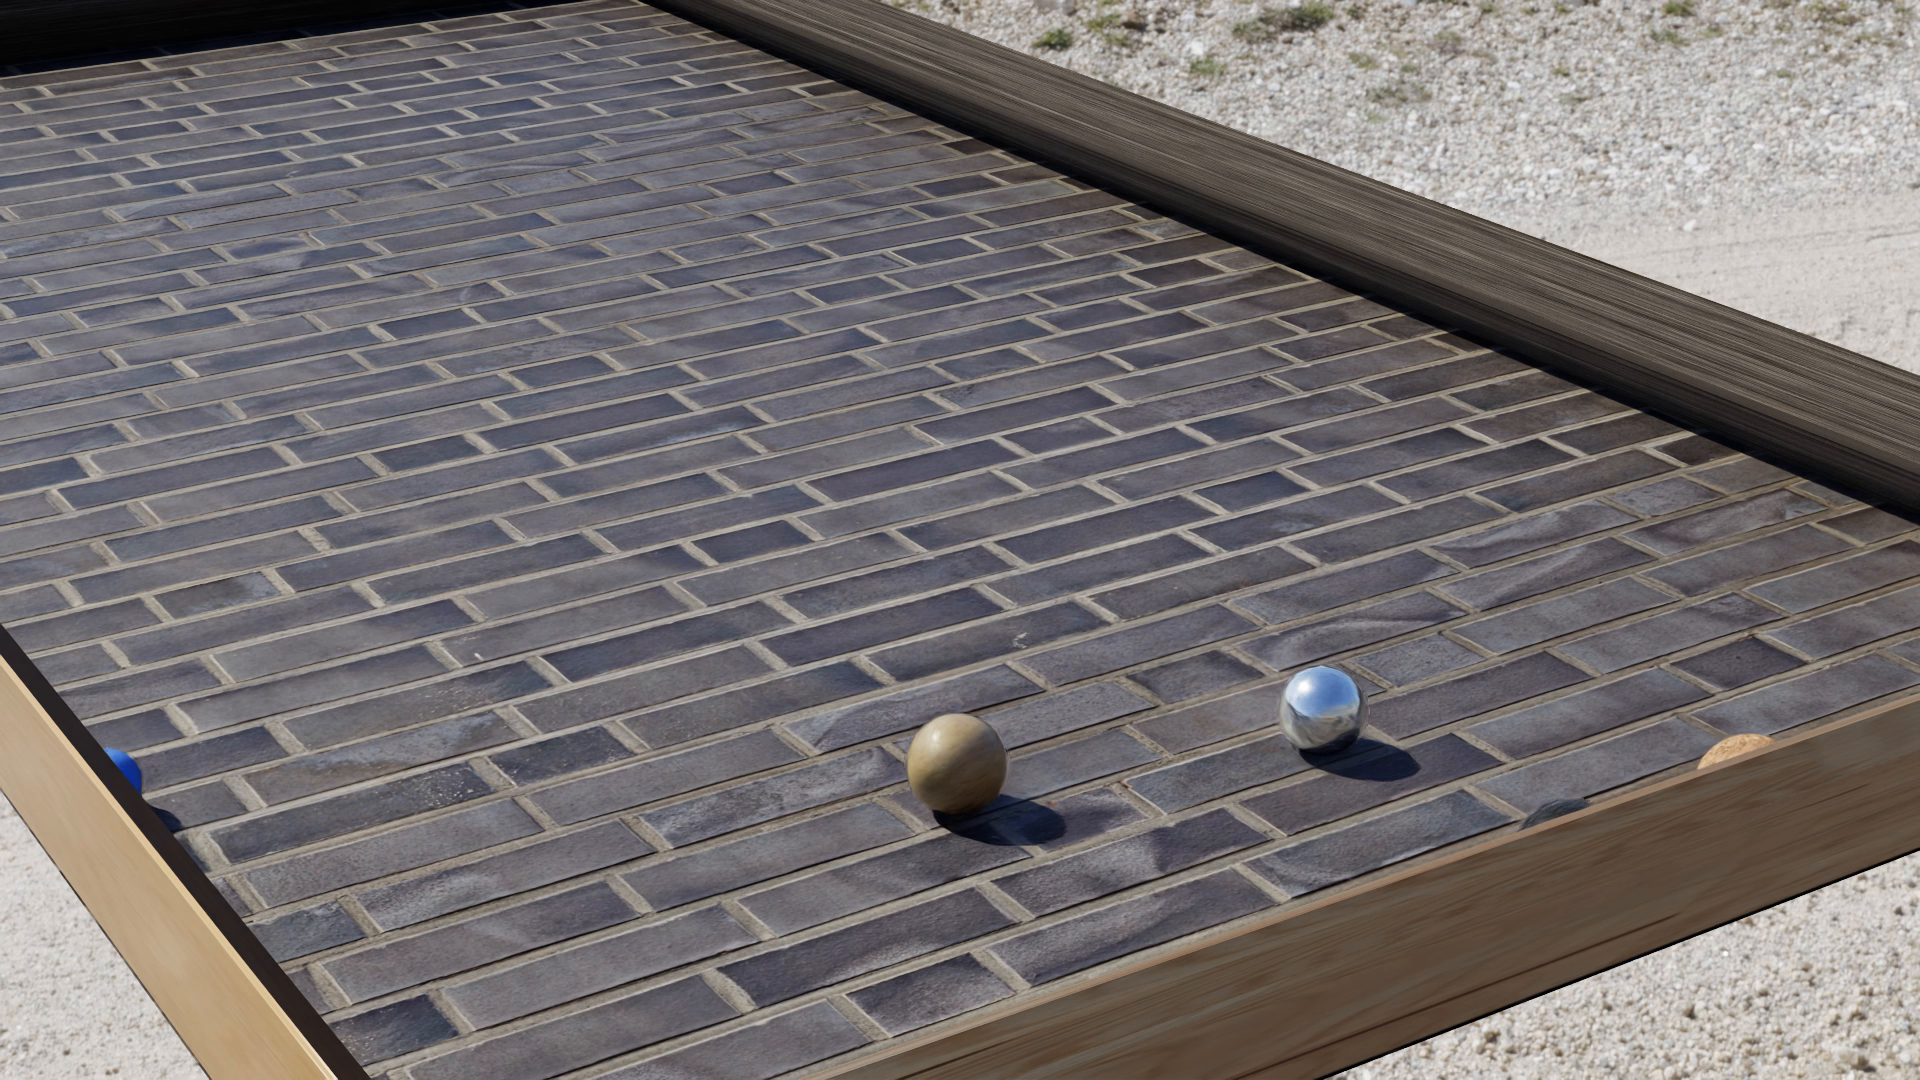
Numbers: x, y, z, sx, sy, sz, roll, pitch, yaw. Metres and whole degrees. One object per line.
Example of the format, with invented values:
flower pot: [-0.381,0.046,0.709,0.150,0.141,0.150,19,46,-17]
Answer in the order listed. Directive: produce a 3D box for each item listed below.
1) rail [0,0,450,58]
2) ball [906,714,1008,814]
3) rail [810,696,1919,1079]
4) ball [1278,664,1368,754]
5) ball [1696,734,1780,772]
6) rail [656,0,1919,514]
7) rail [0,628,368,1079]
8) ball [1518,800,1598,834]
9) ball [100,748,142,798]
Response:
rail: [-1.151,-0.727,3.994,1.504,0.118,0.045,-14,27,-30]
ball: [-0.002,0.151,1.982,0.068,0.068,0.068,0,23,0]
rail: [0.375,0.203,1.791,1.504,0.118,0.045,-14,27,-30]
ball: [0.254,0.119,2.064,0.063,0.063,0.063,0,23,0]
ball: [0.522,0.164,1.944,0.072,0.072,0.072,0,23,0]
rail: [0.226,-0.414,3.254,0.045,0.118,2.884,-14,27,-30]
rail: [-1.002,-0.110,2.532,0.045,0.118,2.884,-14,27,-30]
ball: [0.386,0.199,1.864,0.070,0.070,0.070,0,23,0]
ball: [-0.574,0.164,1.976,0.048,0.048,0.048,0,23,0]
